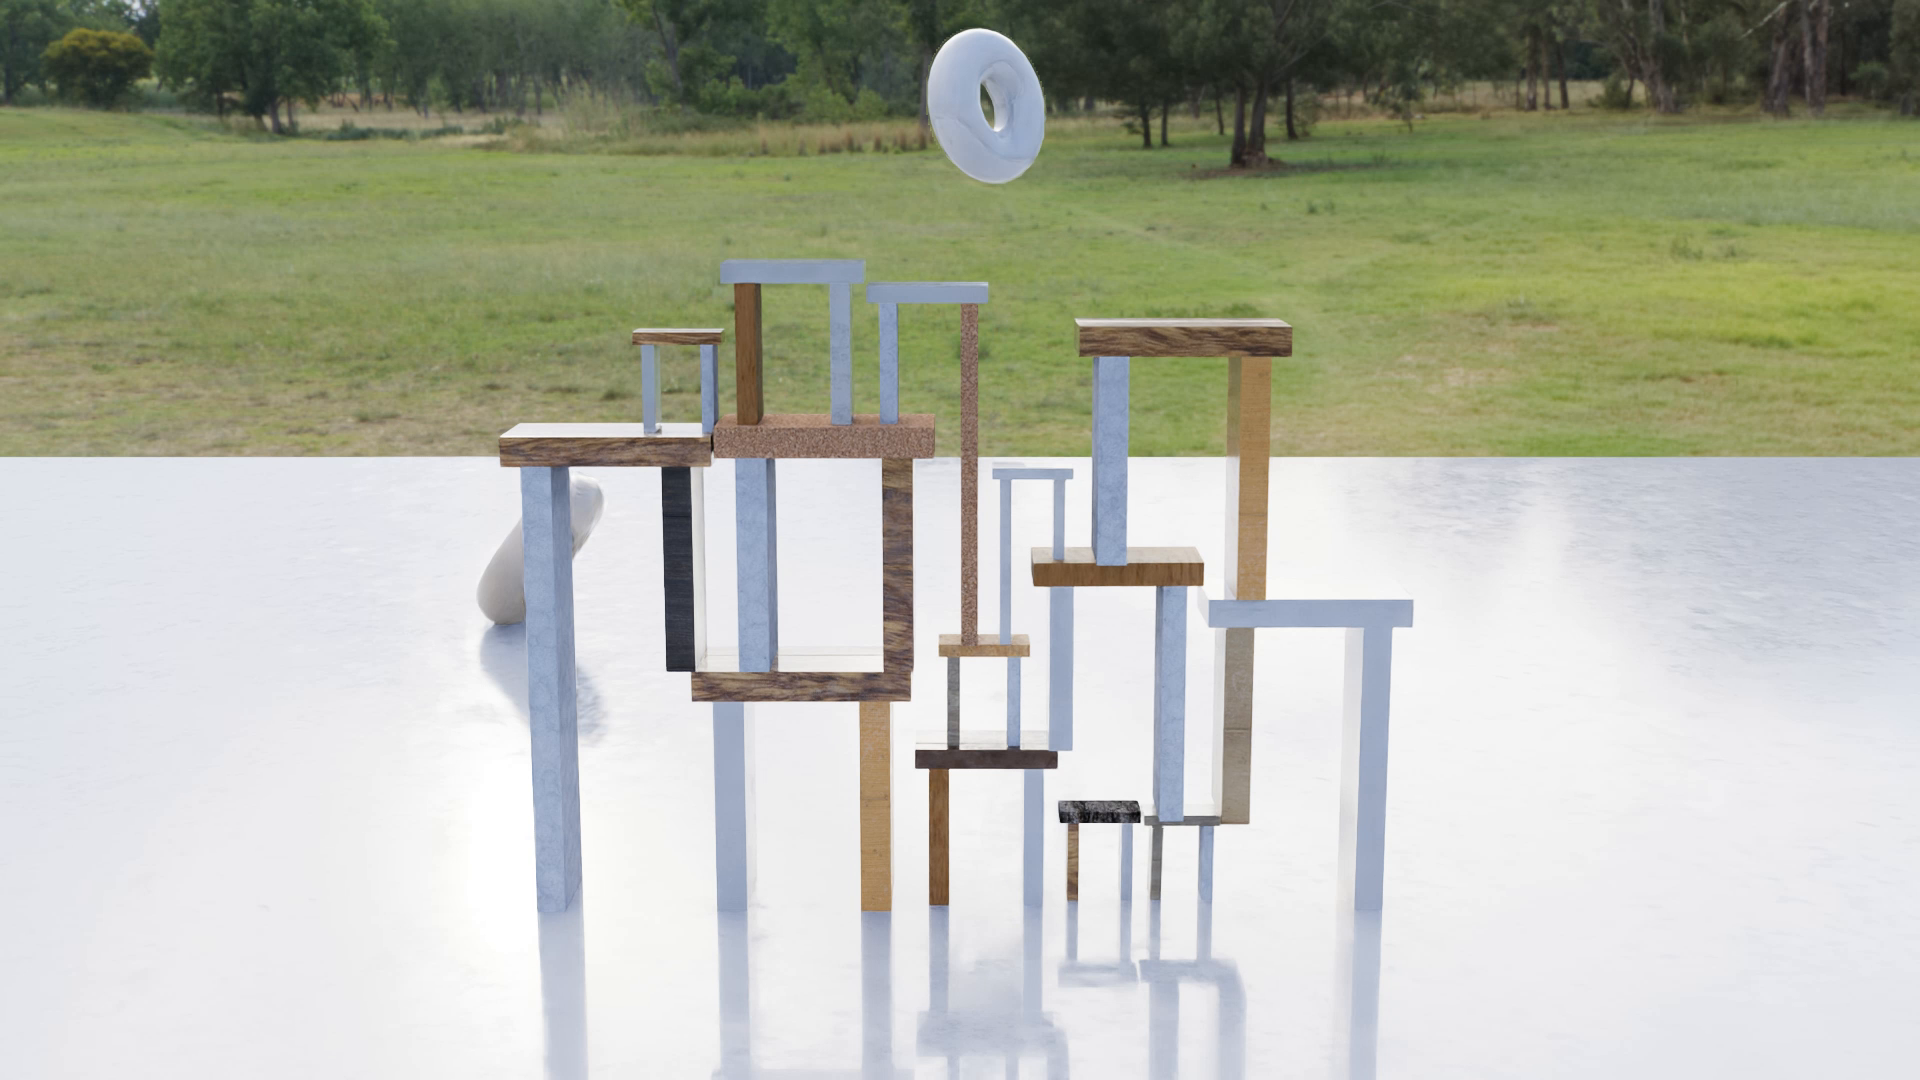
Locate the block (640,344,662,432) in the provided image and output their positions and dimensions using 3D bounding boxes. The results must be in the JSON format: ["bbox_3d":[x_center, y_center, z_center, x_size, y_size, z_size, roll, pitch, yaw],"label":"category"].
[{"bbox_3d":[-0.493,-0.246,3.516,0.020,0.139,0.070,0,11,0],"label":"block"}]

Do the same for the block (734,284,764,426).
[{"bbox_3d":[-0.335,-0.301,3.500,0.031,0.222,0.111,0,11,0],"label":"block"}]

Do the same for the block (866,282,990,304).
[{"bbox_3d":[-0.050,-0.393,3.487,0.191,0.027,0.095,0,11,1],"label":"block"}]

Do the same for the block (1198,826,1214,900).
[{"bbox_3d":[0.409,0.527,3.657,0.018,0.128,0.064,0,11,0],"label":"block"}]

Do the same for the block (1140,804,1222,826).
[{"bbox_3d":[0.366,0.455,3.643,0.128,0.018,0.064,0,11,0],"label":"block"}]

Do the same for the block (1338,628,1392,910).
[{"bbox_3d":[0.667,0.357,3.629,0.046,0.473,0.163,0,11,0],"label":"block"}]

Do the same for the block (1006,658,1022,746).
[{"bbox_3d":[0.088,0.256,3.610,0.021,0.149,0.074,0,11,0],"label":"block"}]

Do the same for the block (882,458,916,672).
[{"bbox_3d":[-0.098,0.026,3.562,0.049,0.345,0.172,0,11,0],"label":"block"}]

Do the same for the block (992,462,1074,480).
[{"bbox_3d":[0.116,-0.111,3.533,0.130,0.018,0.065,0,11,0],"label":"block"}]

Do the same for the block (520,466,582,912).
[{"bbox_3d":[-0.666,0.230,3.598,0.047,0.733,0.166,0,11,0],"label":"block"}]

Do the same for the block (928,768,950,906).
[{"bbox_3d":[-0.034,0.476,3.650,0.033,0.232,0.116,0,11,0],"label":"block"}]

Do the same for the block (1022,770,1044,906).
[{"bbox_3d":[0.120,0.476,3.650,0.033,0.232,0.116,0,11,0],"label":"block"}]

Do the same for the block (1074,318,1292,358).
[{"bbox_3d":[0.350,-0.323,3.494,0.330,0.047,0.165,0,11,0],"label":"block"}]

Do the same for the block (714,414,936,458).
[{"bbox_3d":[-0.213,-0.168,3.526,0.345,0.049,0.172,0,11,0],"label":"block"}]

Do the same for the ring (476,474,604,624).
[{"bbox_3d":[-1.081,0.024,5.670,0.149,0.446,0.446,36,10,-4],"label":"ring"}]

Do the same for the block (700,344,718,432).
[{"bbox_3d":[-0.400,-0.246,3.516,0.020,0.140,0.070,0,11,0],"label":"block"}]

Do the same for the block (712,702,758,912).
[{"bbox_3d":[-0.371,0.416,3.641,0.050,0.352,0.176,0,11,0],"label":"block"}]

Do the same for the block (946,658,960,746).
[{"bbox_3d":[-0.011,0.256,3.610,0.021,0.148,0.074,0,11,0],"label":"block"}]

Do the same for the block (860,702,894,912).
[{"bbox_3d":[-0.137,0.416,3.641,0.050,0.352,0.176,0,11,0],"label":"block"}]

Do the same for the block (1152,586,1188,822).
[{"bbox_3d":[0.344,0.253,3.610,0.039,0.391,0.136,0,11,0],"label":"block"}]

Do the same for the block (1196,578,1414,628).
[{"bbox_3d":[0.558,0.102,3.581,0.327,0.046,0.163,0,11,0],"label":"block"}]

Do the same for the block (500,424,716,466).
[{"bbox_3d":[-0.556,-0.153,3.527,0.331,0.047,0.166,0,11,0],"label":"block"}]

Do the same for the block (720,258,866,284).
[{"bbox_3d":[-0.262,-0.425,3.477,0.222,0.031,0.111,0,11,0],"label":"block"}]

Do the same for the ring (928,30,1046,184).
[{"bbox_3d":[0.075,-1.182,5.998,0.140,0.421,0.421,-6,4,41],"label":"ring"}]

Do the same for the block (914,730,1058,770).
[{"bbox_3d":[0.043,0.345,3.625,0.232,0.033,0.116,0,11,0],"label":"block"}]

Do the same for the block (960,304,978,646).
[{"bbox_3d":[0.015,-0.108,3.539,0.027,0.551,0.095,0,11,0],"label":"block"}]

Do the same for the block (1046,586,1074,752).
[{"bbox_3d":[0.163,0.195,3.599,0.039,0.272,0.136,0,11,0],"label":"block"}]

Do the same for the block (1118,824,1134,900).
[{"bbox_3d":[0.275,0.525,3.656,0.019,0.133,0.067,0,11,0],"label":"block"}]

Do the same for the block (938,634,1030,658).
[{"bbox_3d":[0.039,0.173,3.594,0.148,0.021,0.074,0,11,0],"label":"block"}]

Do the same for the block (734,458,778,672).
[{"bbox_3d":[-0.328,0.026,3.562,0.049,0.345,0.172,0,11,0],"label":"block"}]

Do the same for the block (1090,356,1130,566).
[{"bbox_3d":[0.240,-0.137,3.528,0.047,0.330,0.165,0,11,0],"label":"block"}]

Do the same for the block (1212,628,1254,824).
[{"bbox_3d":[0.448,0.286,3.615,0.046,0.327,0.163,0,11,1],"label":"block"}]

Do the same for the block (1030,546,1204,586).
[{"bbox_3d":[0.253,0.043,3.570,0.272,0.039,0.136,0,11,0],"label":"block"}]

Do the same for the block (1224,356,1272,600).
[{"bbox_3d":[0.461,-0.109,3.534,0.047,0.387,0.165,0,11,0],"label":"block"}]

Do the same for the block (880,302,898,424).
[{"bbox_3d":[-0.113,-0.286,3.508,0.027,0.191,0.095,0,11,0],"label":"block"}]

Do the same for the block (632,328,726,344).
[{"bbox_3d":[-0.447,-0.324,3.501,0.139,0.020,0.070,0,11,0],"label":"block"}]

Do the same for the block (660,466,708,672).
[{"bbox_3d":[-0.446,0.033,3.562,0.047,0.331,0.166,0,11,0],"label":"block"}]

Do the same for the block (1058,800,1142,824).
[{"bbox_3d":[0.231,0.450,3.642,0.133,0.019,0.067,0,11,0],"label":"block"}]

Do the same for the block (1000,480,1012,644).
[{"bbox_3d":[0.073,0.031,3.560,0.018,0.270,0.065,0,11,0],"label":"block"}]

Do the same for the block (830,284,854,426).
[{"bbox_3d":[-0.187,-0.301,3.500,0.031,0.222,0.111,0,11,0],"label":"block"}]

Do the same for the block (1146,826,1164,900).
[{"bbox_3d":[0.325,0.527,3.657,0.018,0.128,0.064,1,11,0],"label":"block"}]

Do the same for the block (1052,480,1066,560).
[{"bbox_3d":[0.159,-0.038,3.547,0.018,0.130,0.065,0,11,0],"label":"block"}]

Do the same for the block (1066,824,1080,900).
[{"bbox_3d":[0.186,0.525,3.656,0.019,0.133,0.067,0,11,0],"label":"block"}]

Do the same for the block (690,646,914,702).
[{"bbox_3d":[-0.254,0.219,3.604,0.352,0.050,0.176,0,11,0],"label":"block"}]
